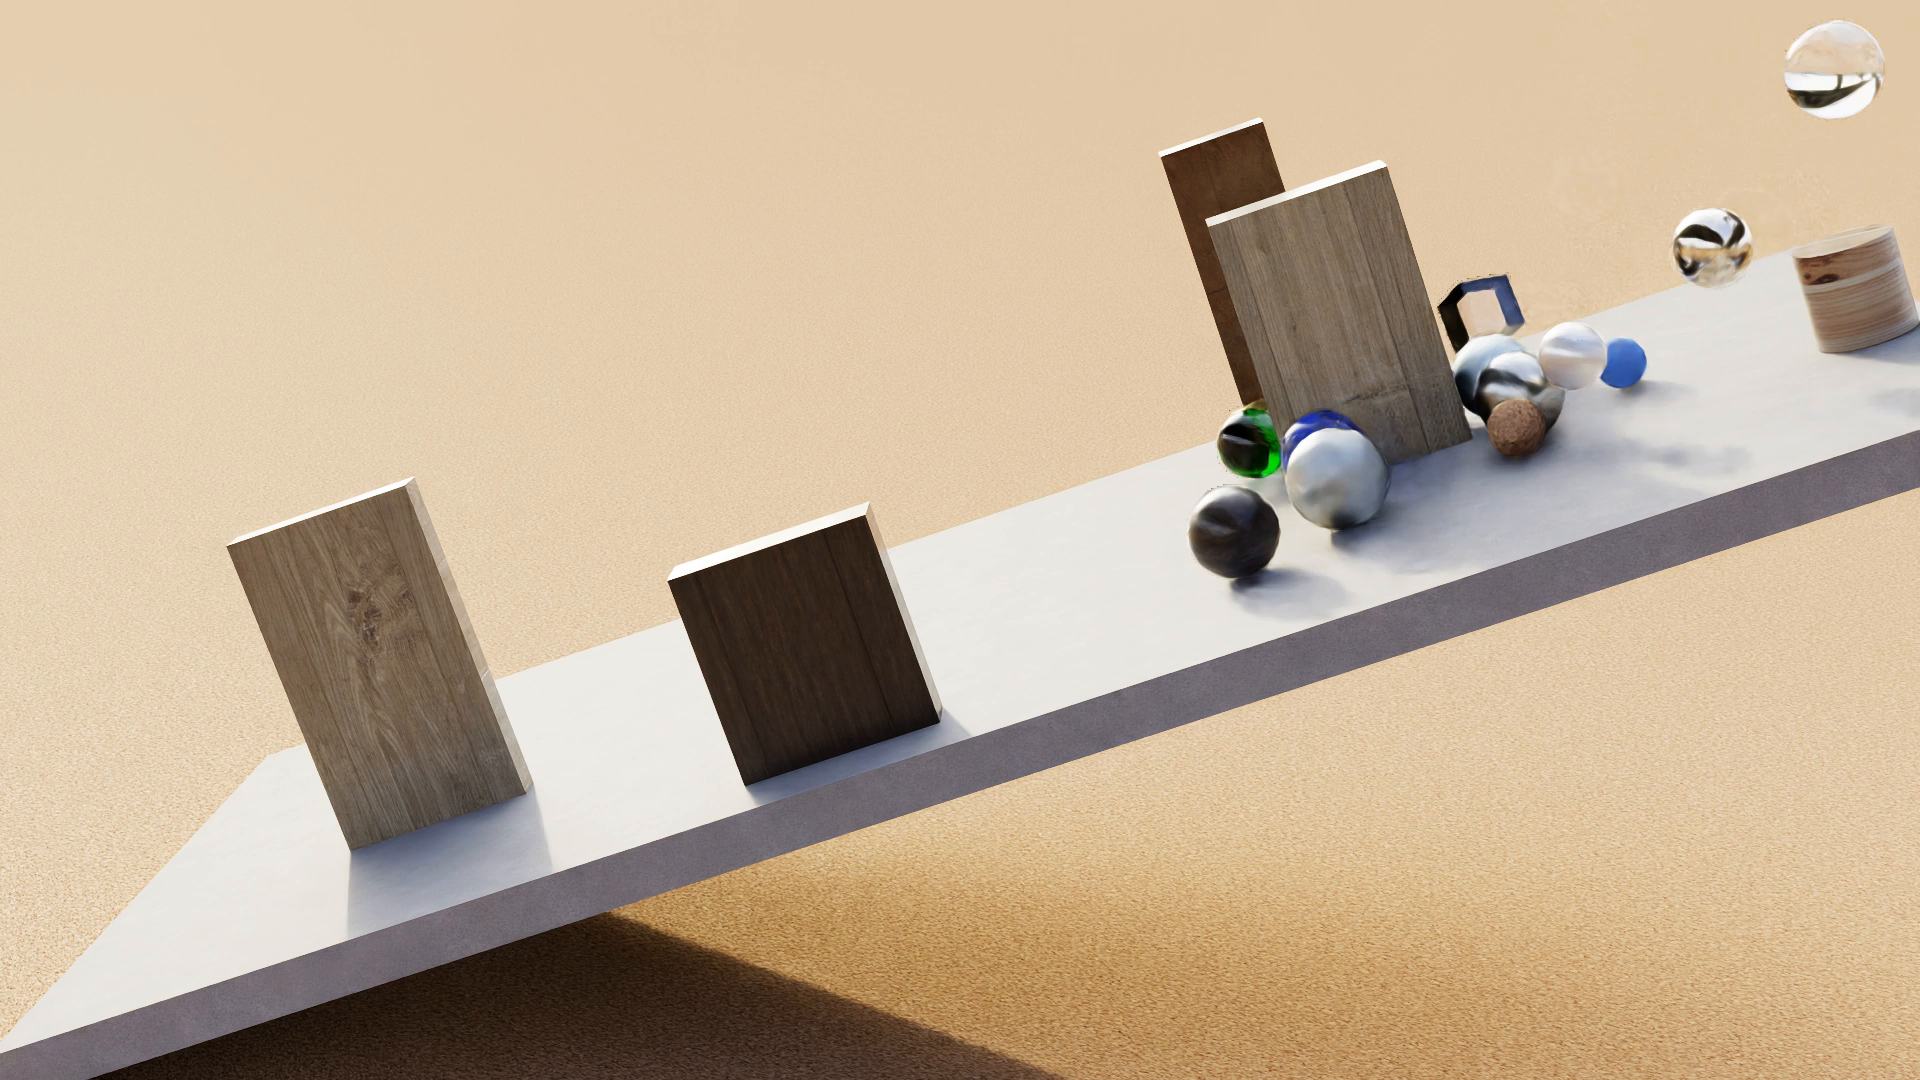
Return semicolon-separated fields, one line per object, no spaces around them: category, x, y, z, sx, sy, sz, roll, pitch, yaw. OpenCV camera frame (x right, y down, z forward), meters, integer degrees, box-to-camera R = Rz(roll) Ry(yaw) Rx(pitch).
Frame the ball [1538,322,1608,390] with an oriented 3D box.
ball;1.228;-0.369;5.890;0.137;0.137;0.137;0;12;0

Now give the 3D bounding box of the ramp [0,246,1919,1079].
ramp;0.109;0.179;6.303;4.000;0.100;2.000;-18;11;6

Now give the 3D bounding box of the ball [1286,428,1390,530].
ball;0.752;-0.122;5.858;0.206;0.206;0.206;0;12;0

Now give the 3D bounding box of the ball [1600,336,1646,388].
ball;1.398;-0.376;6.228;0.110;0.110;0.110;0;12;0

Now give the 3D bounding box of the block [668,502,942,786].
block;-0.288;0.196;5.536;0.391;0.420;0.117;-18;11;6

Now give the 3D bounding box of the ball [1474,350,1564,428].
ball;1.156;-0.299;6.075;0.184;0.184;0.184;0;12;0

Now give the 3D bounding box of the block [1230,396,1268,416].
block;0.725;-0.262;6.807;0.121;0.121;0.121;-27;13;-35

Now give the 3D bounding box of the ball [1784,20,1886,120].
ball;1.748;-0.940;5.882;0.195;0.195;0.195;0;12;0

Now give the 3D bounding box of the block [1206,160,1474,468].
block;0.810;-0.452;6.290;0.392;0.613;0.145;-18;11;6

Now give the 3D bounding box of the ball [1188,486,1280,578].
ball;0.537;-0.015;5.768;0.181;0.181;0.181;0;12;0

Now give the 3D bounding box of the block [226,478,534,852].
block;-1.197;0.260;6.090;0.395;0.689;0.087;-18;11;6

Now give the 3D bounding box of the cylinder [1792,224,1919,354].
cylinder;1.801;-0.505;5.915;0.203;0.203;0.203;-19;11;4

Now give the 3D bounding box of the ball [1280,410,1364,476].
ball;0.763;-0.177;6.155;0.187;0.187;0.187;0;12;0

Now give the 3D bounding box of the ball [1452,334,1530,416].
ball;1.152;-0.350;6.330;0.182;0.182;0.182;0;12;0

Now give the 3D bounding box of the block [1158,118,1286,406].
block;0.701;-0.600;6.905;0.248;0.727;0.126;-18;11;6

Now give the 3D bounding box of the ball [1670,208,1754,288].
ball;1.518;-0.590;5.936;0.163;0.163;0.163;0;12;0

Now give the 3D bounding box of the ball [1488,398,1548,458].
ball;1.126;-0.227;5.945;0.119;0.119;0.119;0;12;0

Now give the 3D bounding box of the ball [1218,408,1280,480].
ball;0.657;-0.215;6.600;0.158;0.158;0.158;0;12;0

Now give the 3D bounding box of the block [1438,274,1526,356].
block;1.183;-0.511;6.678;0.124;0.124;0.124;-11;-19;-20
